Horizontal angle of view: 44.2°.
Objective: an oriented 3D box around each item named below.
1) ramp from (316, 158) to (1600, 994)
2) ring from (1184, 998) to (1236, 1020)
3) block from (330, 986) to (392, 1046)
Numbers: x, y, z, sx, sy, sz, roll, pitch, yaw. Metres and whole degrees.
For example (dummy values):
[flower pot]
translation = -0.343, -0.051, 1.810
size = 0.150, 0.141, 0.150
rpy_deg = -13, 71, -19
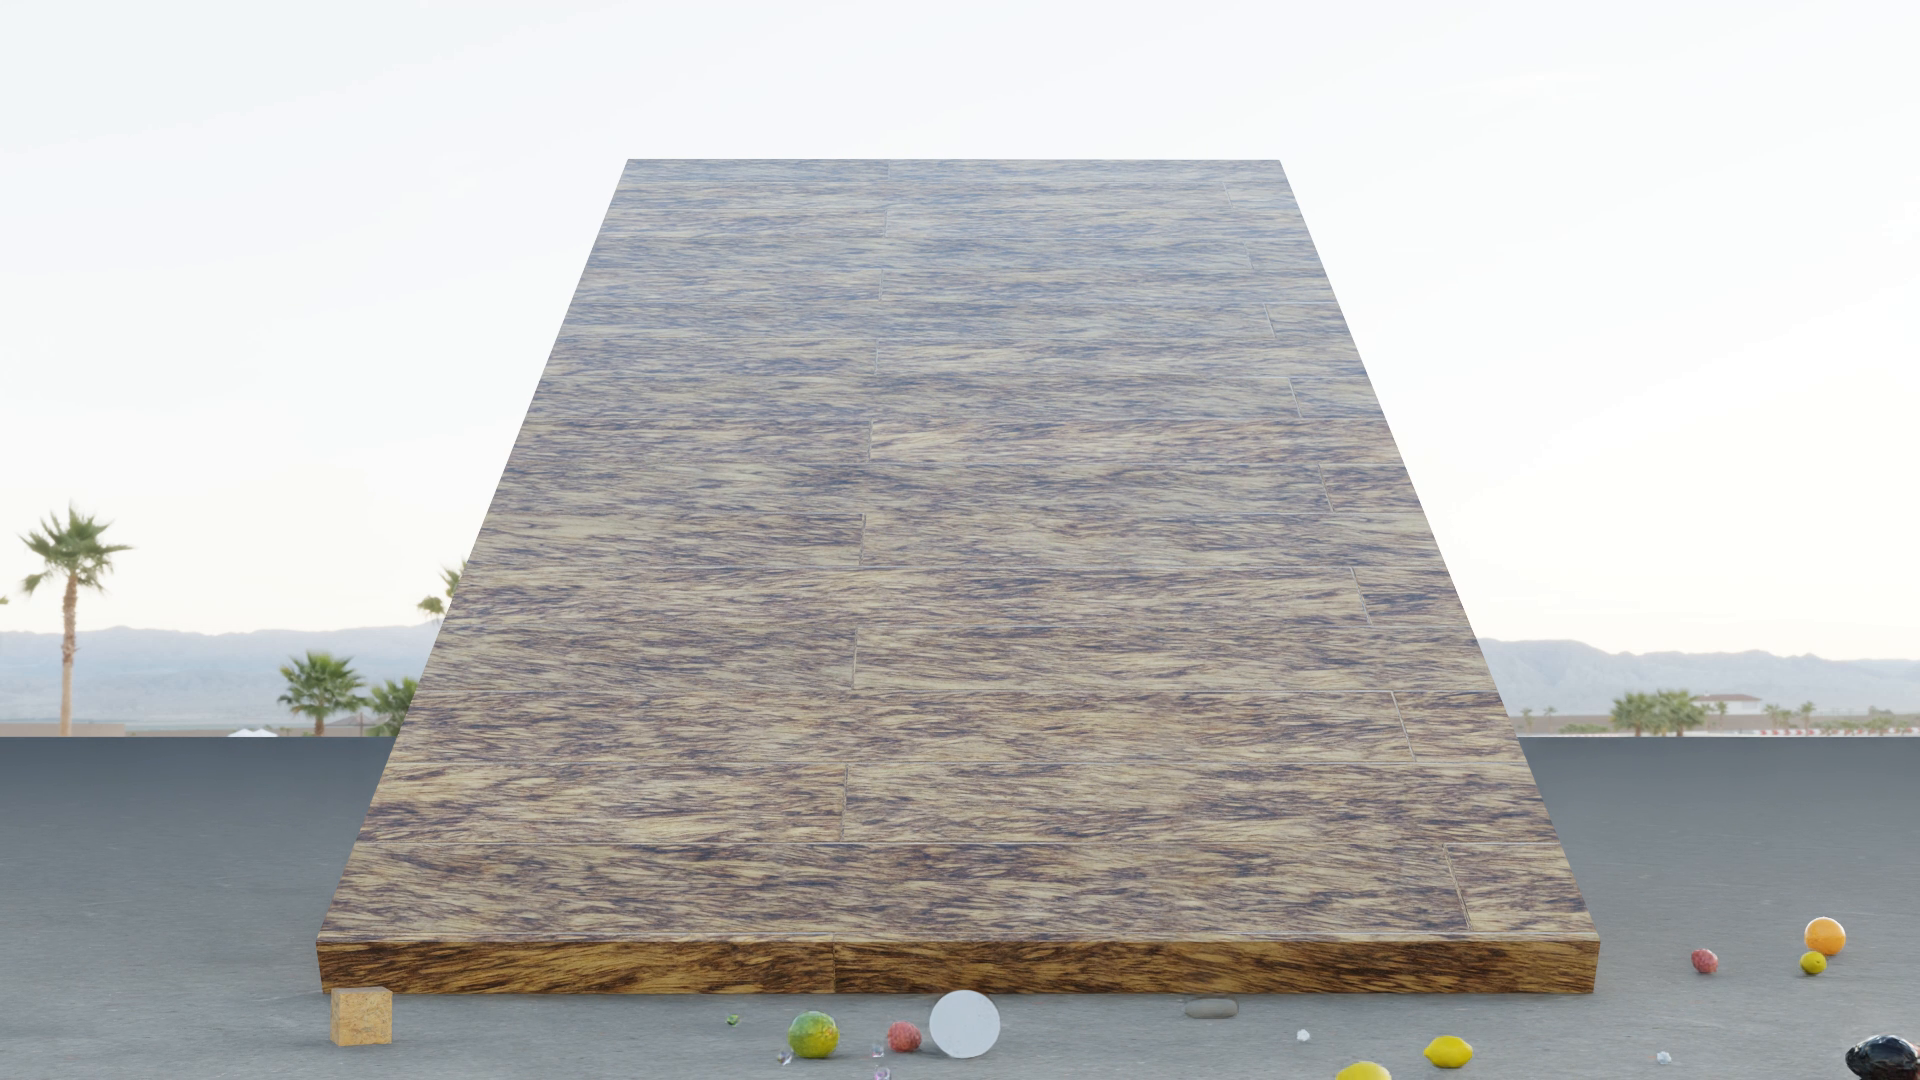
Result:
[ramp]
translation = -0.010, -0.227, 5.491
size = 2.000, 0.100, 4.000
rpy_deg = 0, 27, 0
[ring]
translation = 0.363, 0.677, 3.419
size = 0.075, 0.025, 0.075
rpy_deg = -1, -4, 0
[block]
translation = -0.798, 0.634, 3.154
size = 0.068, 0.068, 0.068
rpy_deg = 2, -5, -25
